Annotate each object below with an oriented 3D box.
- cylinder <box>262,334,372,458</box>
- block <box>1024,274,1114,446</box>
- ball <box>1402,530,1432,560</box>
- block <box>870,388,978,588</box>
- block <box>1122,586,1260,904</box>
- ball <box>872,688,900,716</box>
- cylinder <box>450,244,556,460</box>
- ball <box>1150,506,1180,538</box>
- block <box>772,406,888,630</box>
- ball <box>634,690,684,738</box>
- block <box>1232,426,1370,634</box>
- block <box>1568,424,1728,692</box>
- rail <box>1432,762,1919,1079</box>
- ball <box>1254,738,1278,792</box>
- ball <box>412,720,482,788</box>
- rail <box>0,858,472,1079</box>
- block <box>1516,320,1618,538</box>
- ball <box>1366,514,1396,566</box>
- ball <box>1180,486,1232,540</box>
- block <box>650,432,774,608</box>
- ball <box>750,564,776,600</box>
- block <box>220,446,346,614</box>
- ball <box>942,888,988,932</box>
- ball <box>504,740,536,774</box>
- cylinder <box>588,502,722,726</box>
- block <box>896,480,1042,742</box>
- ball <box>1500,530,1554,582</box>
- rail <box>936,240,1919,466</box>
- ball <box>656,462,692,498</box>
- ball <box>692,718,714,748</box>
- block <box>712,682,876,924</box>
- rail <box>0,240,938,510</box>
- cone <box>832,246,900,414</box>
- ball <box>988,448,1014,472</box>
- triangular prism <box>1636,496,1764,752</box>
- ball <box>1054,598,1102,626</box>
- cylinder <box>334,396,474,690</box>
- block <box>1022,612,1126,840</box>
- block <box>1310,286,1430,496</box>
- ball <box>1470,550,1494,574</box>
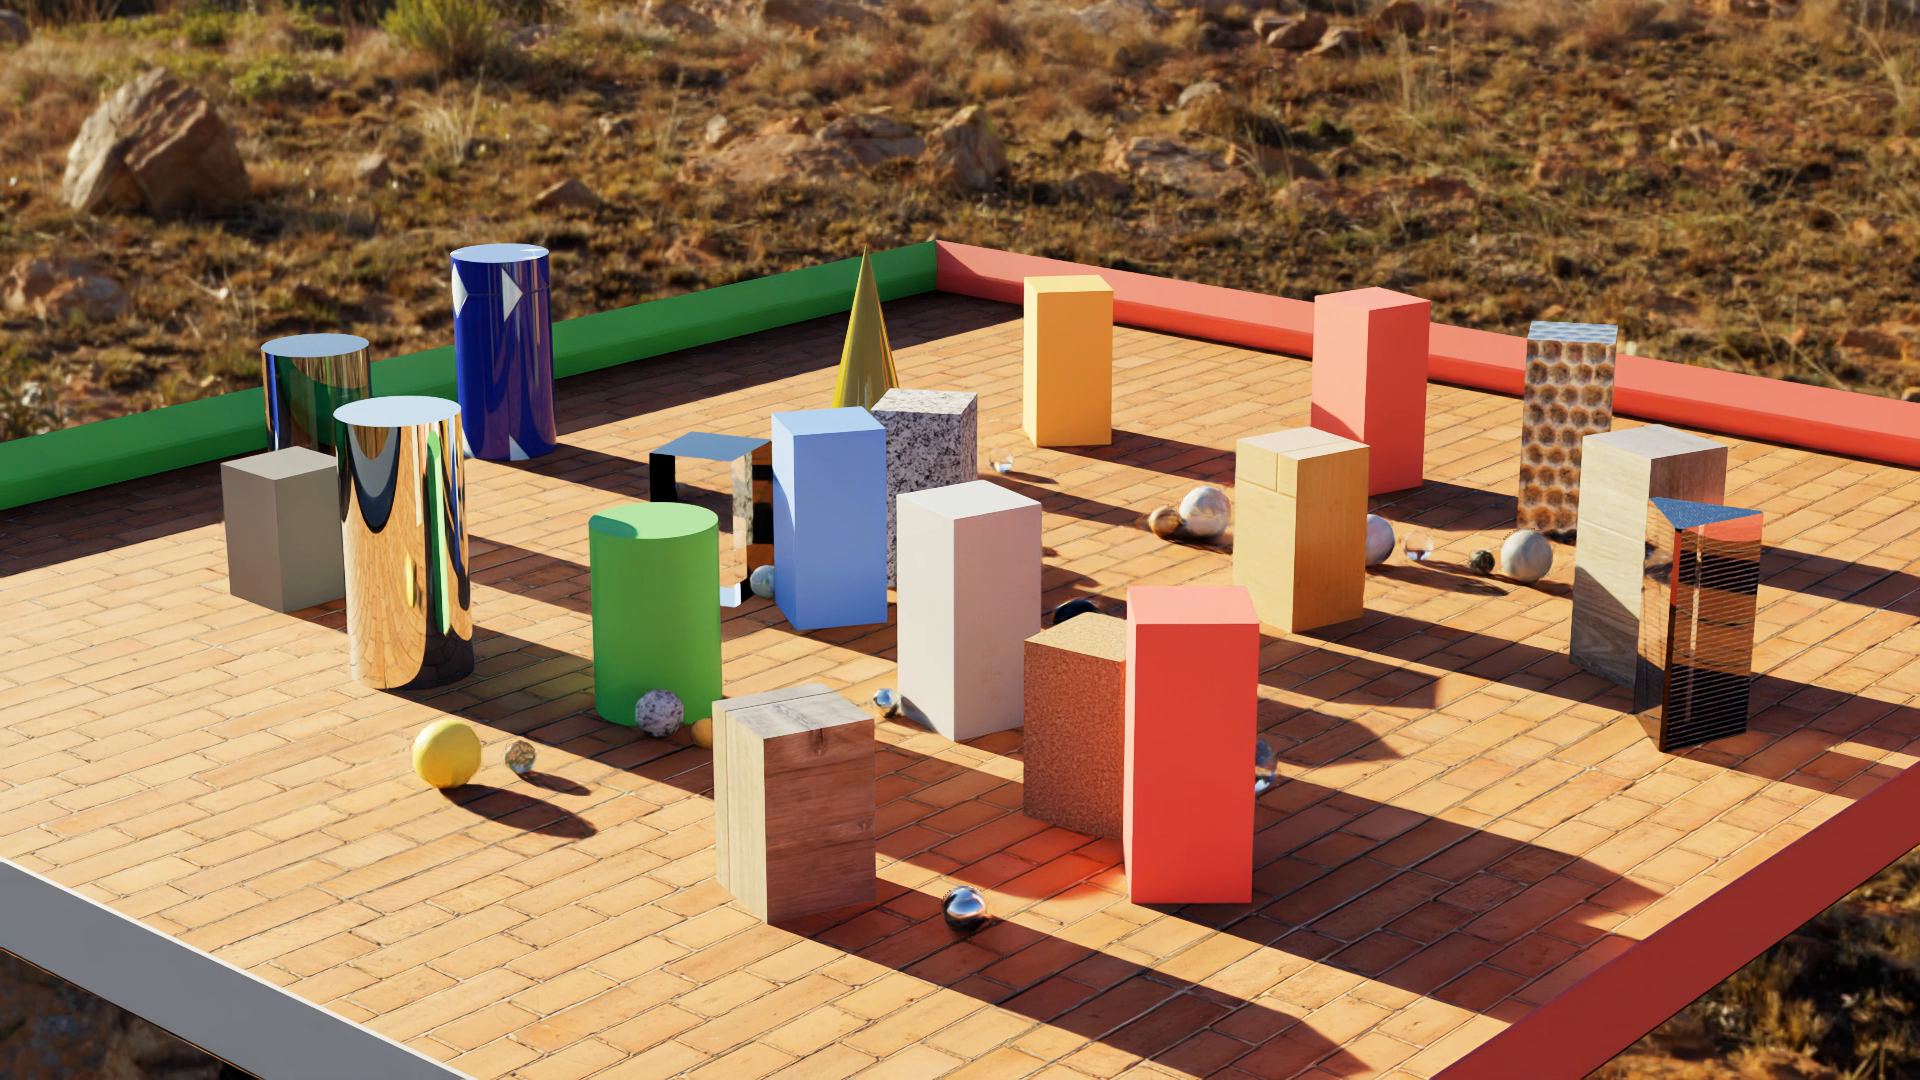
[{"bbox_3d":[-1.209,-0.204,5.548,0.199,0.337,0.199,0,17,0],"label":"cylinder"},{"bbox_3d":[0.225,-0.376,6.135,0.159,0.327,0.159,-2,17,-8],"label":"block"},{"bbox_3d":[0.831,0.010,5.324,0.055,0.055,0.055,0,17,0],"label":"ball"},{"bbox_3d":[-0.062,-0.090,5.198,0.159,0.321,0.159,3,17,11],"label":"block"},{"bbox_3d":[0.304,0.270,3.886,0.159,0.388,0.159,0,17,-1],"label":"block"},{"bbox_3d":[-0.114,0.251,4.543,0.045,0.045,0.045,0,17,0],"label":"ball"},{"bbox_3d":[-0.937,-0.387,6.026,0.199,0.412,0.199,0,17,0],"label":"cylinder"},{"bbox_3d":[0.381,-0.033,5.465,0.057,0.057,0.057,0,17,0],"label":"ball"},{"bbox_3d":[-0.222,-0.038,4.992,0.159,0.340,0.159,-5,17,-16],"label":"block"},{"bbox_3d":[-0.457,0.264,4.450,0.075,0.075,0.075,0,17,0],"label":"ball"},{"bbox_3d":[0.579,-0.019,4.995,0.159,0.302,0.159,-11,20,-32],"label":"block"},{"bbox_3d":[1.103,0.026,4.705,0.159,0.382,0.159,-9,19,-28],"label":"block"},{"bbox_3d":[1.299,0.358,4.040,0.045,0.129,3.824,14,22,39],"label":"rail"},{"bbox_3d":[0.418,0.326,4.235,0.080,0.080,0.080,0,17,0],"label":"ball"},{"bbox_3d":[-0.744,0.311,4.251,0.099,0.099,0.099,0,17,0],"label":"ball"},{"bbox_3d":[-1.238,0.444,3.754,3.488,0.129,0.045,14,22,39],"label":"rail"},{"bbox_3d":[1.136,-0.206,5.488,0.159,0.375,0.159,4,17,13],"label":"block"},{"bbox_3d":[0.738,0.000,5.291,0.094,0.094,0.094,0,17,0],"label":"ball"},{"bbox_3d":[0.457,-0.051,5.454,0.098,0.098,0.098,0,17,0],"label":"ball"},{"bbox_3d":[-0.432,-0.038,5.130,0.159,0.260,0.159,7,18,21],"label":"block"},{"bbox_3d":[-0.336,0.073,5.108,0.059,0.059,0.059,0,17,0],"label":"ball"},{"bbox_3d":[-1.166,-0.019,5.105,0.159,0.238,0.159,15,22,40],"label":"block"},{"bbox_3d":[0.006,0.477,3.773,0.057,0.057,0.057,0,17,0],"label":"ball"},{"bbox_3d":[-0.647,0.319,4.311,0.048,0.048,0.048,0,17,0],"label":"ball"},{"bbox_3d":[-0.471,0.114,4.550,0.199,0.303,0.199,0,17,0],"label":"cylinder"},{"bbox_3d":[0.014,0.106,4.493,0.159,0.351,0.159,-11,20,-32],"label":"block"},{"bbox_3d":[1.005,0.029,5.196,0.092,0.092,0.092,0,17,0],"label":"ball"},{"bbox_3d":[1.238,-0.379,6.485,3.488,0.129,0.045,14,22,39],"label":"rail"},{"bbox_3d":[-0.556,-0.116,5.718,0.070,0.070,0.070,0,17,0],"label":"ball"},{"bbox_3d":[-0.380,0.290,4.409,0.047,0.047,0.047,0,17,0],"label":"ball"},{"bbox_3d":[-0.219,0.344,3.866,0.159,0.256,0.159,-9,19,-27],"label":"block"},{"bbox_3d":[-1.299,-0.293,6.200,0.045,0.129,3.824,14,22,39],"label":"rail"},{"bbox_3d":[-0.187,-0.377,5.918,0.199,0.454,0.199,0,17,0],"label":"cone"},{"bbox_3d":[0.082,-0.162,5.905,0.049,0.049,0.049,0,17,0],"label":"ball"},{"bbox_3d":[1.088,0.120,4.449,0.172,0.350,0.149,-10,19,-29],"label":"triangular prism"},{"bbox_3d":[0.197,0.139,4.847,0.085,0.085,0.085,0,17,0],"label":"ball"},{"bbox_3d":[-0.888,0.004,4.691,0.199,0.433,0.199,0,17,0],"label":"cylinder"},{"bbox_3d":[0.200,0.260,4.136,0.159,0.263,0.159,12,20,34],"label":"block"},{"bbox_3d":[0.806,-0.293,5.780,0.159,0.373,0.159,-11,20,-32],"label":"block"},{"bbox_3d":[0.934,0.039,5.246,0.044,0.044,0.044,0,17,0],"label":"ball"}]
